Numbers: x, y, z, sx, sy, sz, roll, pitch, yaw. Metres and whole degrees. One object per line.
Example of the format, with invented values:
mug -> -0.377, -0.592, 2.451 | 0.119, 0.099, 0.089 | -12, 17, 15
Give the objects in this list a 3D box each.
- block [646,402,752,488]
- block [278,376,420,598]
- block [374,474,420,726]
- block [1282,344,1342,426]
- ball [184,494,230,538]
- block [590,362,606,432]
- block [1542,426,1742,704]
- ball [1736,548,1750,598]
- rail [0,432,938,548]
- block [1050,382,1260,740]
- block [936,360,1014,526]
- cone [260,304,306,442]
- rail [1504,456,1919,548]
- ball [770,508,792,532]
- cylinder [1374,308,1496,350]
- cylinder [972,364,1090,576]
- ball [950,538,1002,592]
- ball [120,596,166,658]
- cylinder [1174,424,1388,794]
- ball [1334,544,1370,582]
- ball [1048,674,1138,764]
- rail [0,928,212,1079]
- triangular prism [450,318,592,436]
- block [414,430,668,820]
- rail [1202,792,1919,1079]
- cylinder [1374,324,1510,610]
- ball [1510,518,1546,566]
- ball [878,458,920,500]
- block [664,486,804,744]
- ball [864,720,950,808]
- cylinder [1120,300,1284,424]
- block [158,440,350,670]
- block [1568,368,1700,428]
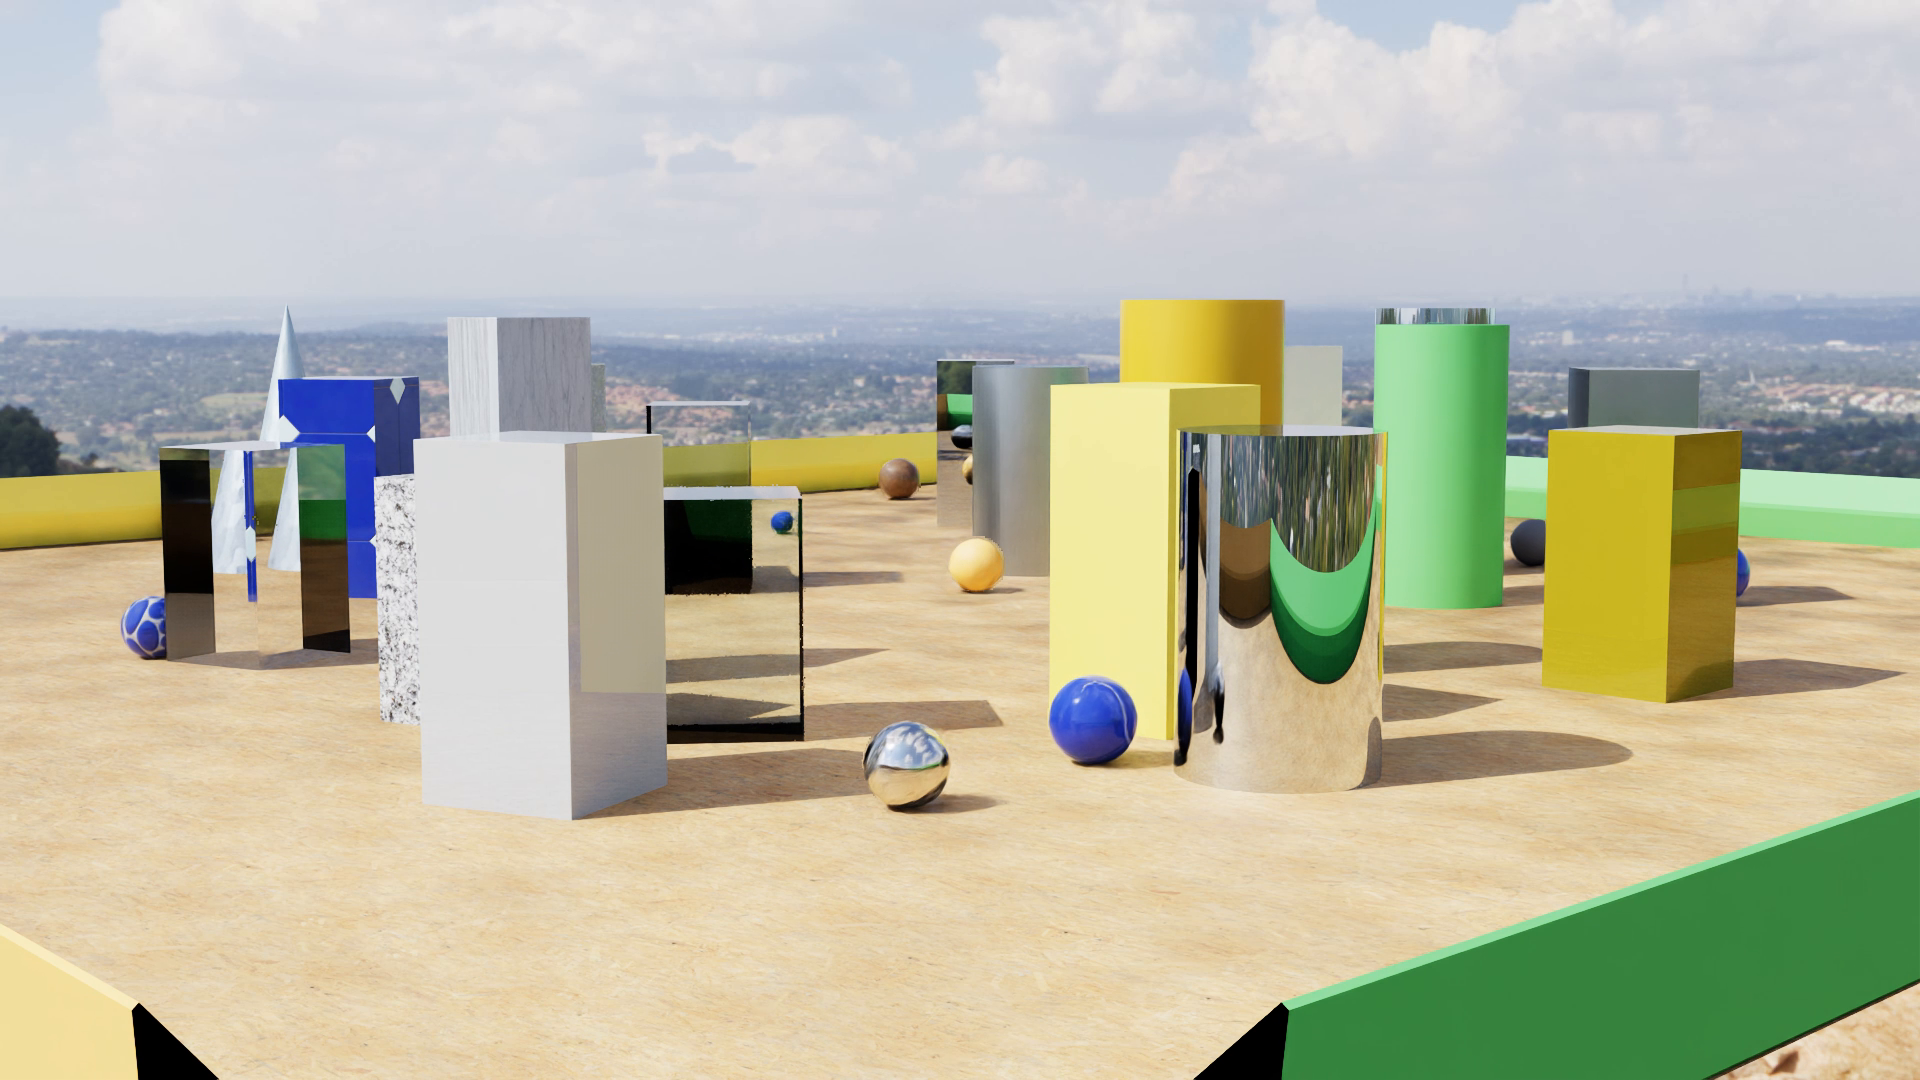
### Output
block -> -0.422, -0.074, 3.579 | 0.160, 0.296, 0.160 | 0, 6, -4
block -> -0.965, -0.087, 3.493 | 0.160, 0.340, 0.160 | 1, 6, 11
block -> -0.523, 0.062, 2.414 | 0.160, 0.266, 0.160 | 3, 7, 30
block -> 0.610, -0.179, 4.180 | 0.160, 0.380, 0.160 | -4, 7, -34
ball -> -1.481, -0.046, 4.322 | 0.086, 0.086, 0.086 | 0, 6, 0
block -> -0.673, -0.116, 3.685 | 0.160, 0.356, 0.160 | -1, 6, -9
block -> 0.805, 0.023, 2.600 | 0.160, 0.305, 0.160 | -6, 8, -44
ball -> 1.149, 0.049, 3.343 | 0.100, 0.100, 0.100 | 0, 6, 0
rail -> -1.218, -0.103, 4.645 | 3.725, 0.130, 0.045 | -5, 8, -42
block -> 0.211, 0.015, 2.383 | 0.160, 0.365, 0.160 | 6, 8, 43
block -> 0.033, -0.206, 4.615 | 0.160, 0.343, 0.160 | 0, 6, 1
cone -> -1.183, -0.190, 3.886 | 0.200, 0.462, 0.200 | 0, 6, 0
rail -> 1.351, -0.095, 4.572 | 0.045, 0.130, 3.639 | -5, 8, -42
ball -> -0.363, -0.042, 4.466 | 0.047, 0.047, 0.047 | 0, 6, 0
cylinder -> 0.806, -0.170, 3.752 | 0.200, 0.449, 0.200 | 0, 6, 0
cylinder -> 0.121, -0.123, 3.780 | 0.200, 0.351, 0.200 | 0, 6, 0
ball -> 0.025, 0.040, 3.498 | 0.085, 0.085, 0.085 | 0, 6, 0
ball -> -1.041, 0.112, 2.836 | 0.079, 0.079, 0.079 | 0, 6, 0
cylinder -> 0.307, 0.060, 2.116 | 0.200, 0.332, 0.200 | 0, 6, 0
ball -> 0.648, 0.037, 3.635 | 0.062, 0.062, 0.062 | 0, 6, 0
ball -> 0.131, 0.177, 2.169 | 0.088, 0.088, 0.088 | 0, 6, 0
rail -> -1.351, 0.163, 2.092 | 0.045, 0.130, 3.639 | -5, 8, -42
triangular prism -> -0.566, -0.054, 2.702 | 0.150, 0.437, 0.173 | 4, 7, 31
block -> -0.381, 0.071, 2.016 | 0.160, 0.331, 0.160 | 3, 6, 24
rail -> 1.218, 0.170, 2.019 | 3.725, 0.130, 0.045 | -5, 8, -42
cylinder -> 0.735, -0.117, 3.373 | 0.200, 0.424, 0.200 | 0, 6, 0
ball -> 1.006, 0.004, 3.853 | 0.083, 0.083, 0.083 | 0, 6, 0
ball -> -0.145, -0.145, 5.213 | 0.098, 0.098, 0.098 | 0, 6, 0
block -> -0.250, 0.076, 2.340 | 0.160, 0.253, 0.160 | -1, 6, -6
ball -> -0.047, 0.202, 1.975 | 0.078, 0.078, 0.078 | 0, 6, 0
cylinder -> 0.295, -0.064, 2.698 | 0.200, 0.458, 0.200 | 0, 6, 0
block -> -0.904, 0.015, 2.826 | 0.160, 0.274, 0.160 | 3, 7, 27
block -> 1.021, -0.082, 3.357 | 0.160, 0.358, 0.160 | 0, 6, 5
